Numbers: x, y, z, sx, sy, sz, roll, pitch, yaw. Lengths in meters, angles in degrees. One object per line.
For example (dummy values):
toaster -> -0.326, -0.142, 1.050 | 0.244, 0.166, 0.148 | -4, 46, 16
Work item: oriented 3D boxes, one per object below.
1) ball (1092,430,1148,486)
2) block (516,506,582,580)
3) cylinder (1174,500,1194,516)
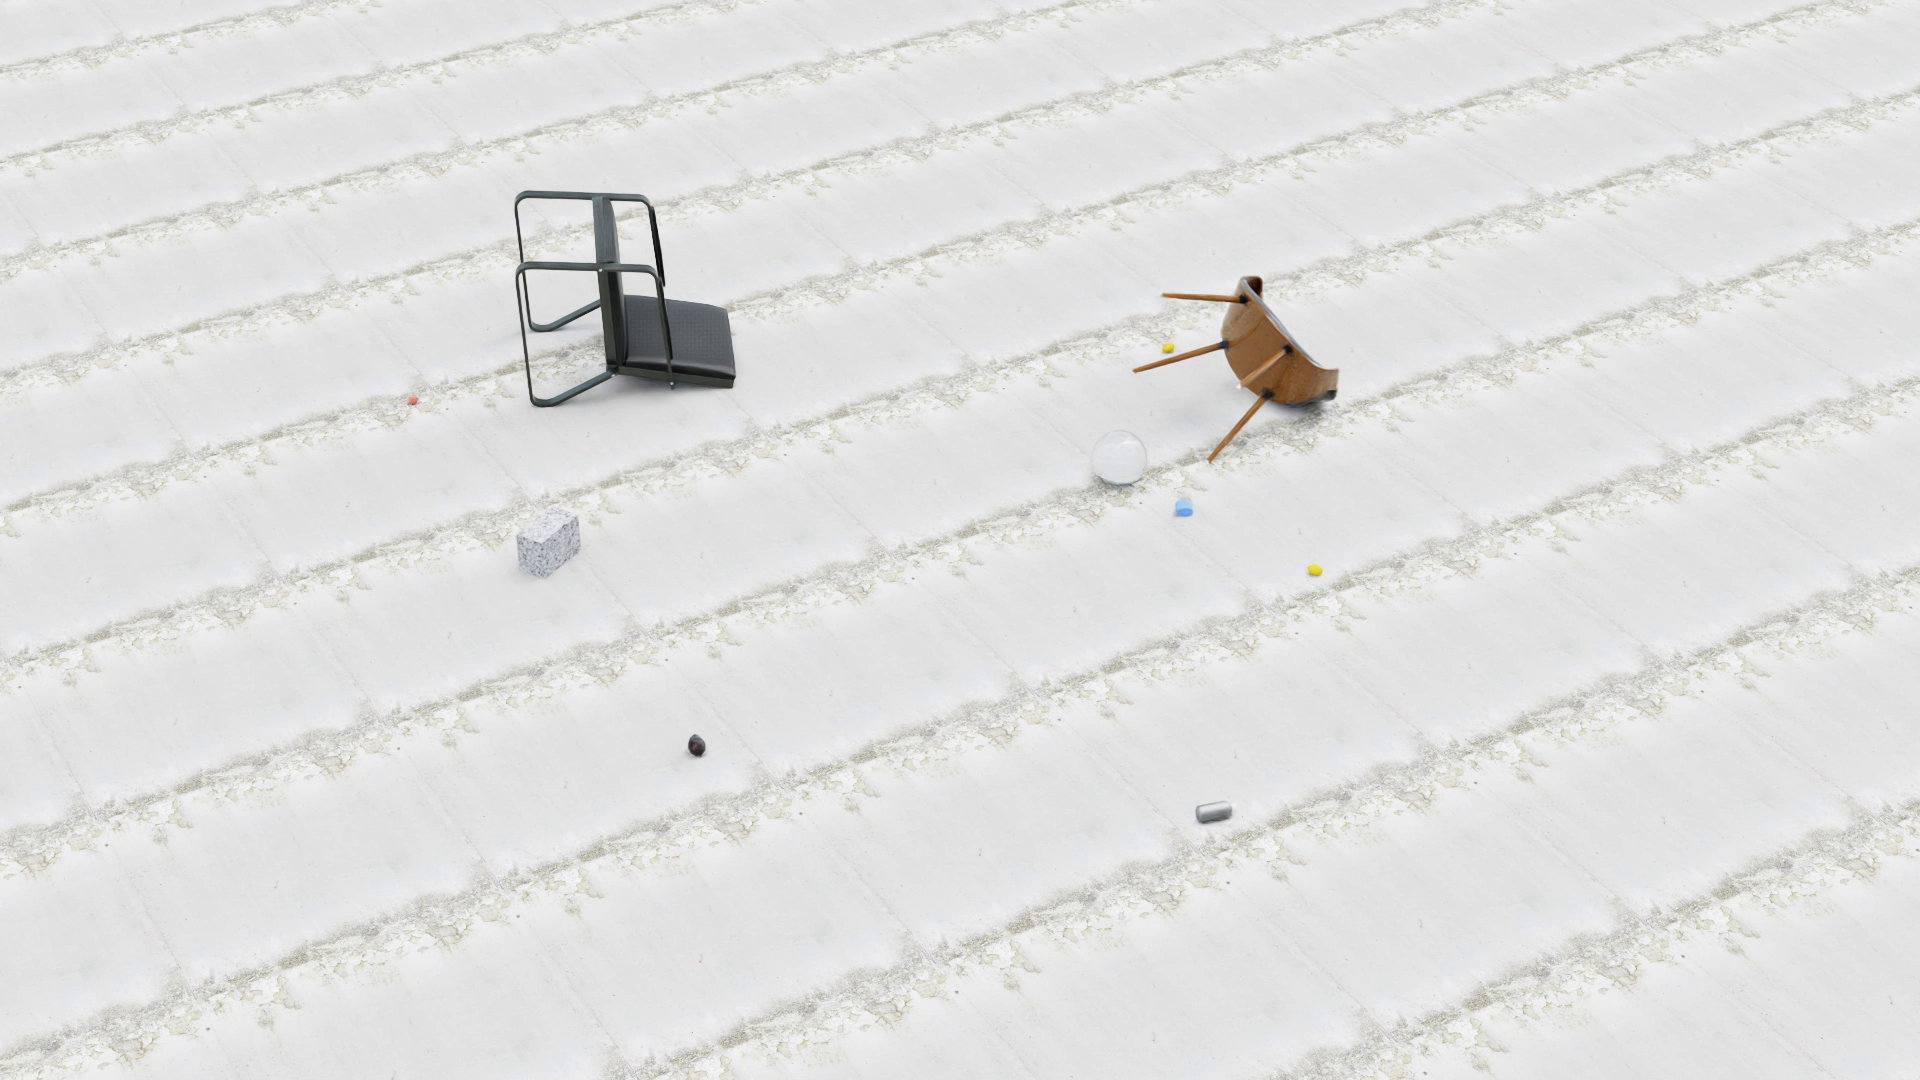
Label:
ball -> 0.610, -0.313, 11.223 | 0.217, 0.217, 0.217 | 0, 33, 0
block -> -1.513, 0.009, 10.787 | 0.117, 0.158, 0.221 | 18, 37, 25
cylinder -> 0.848, -0.121, 11.094 | 0.066, 0.038, 0.061 | 10, 21, -5
